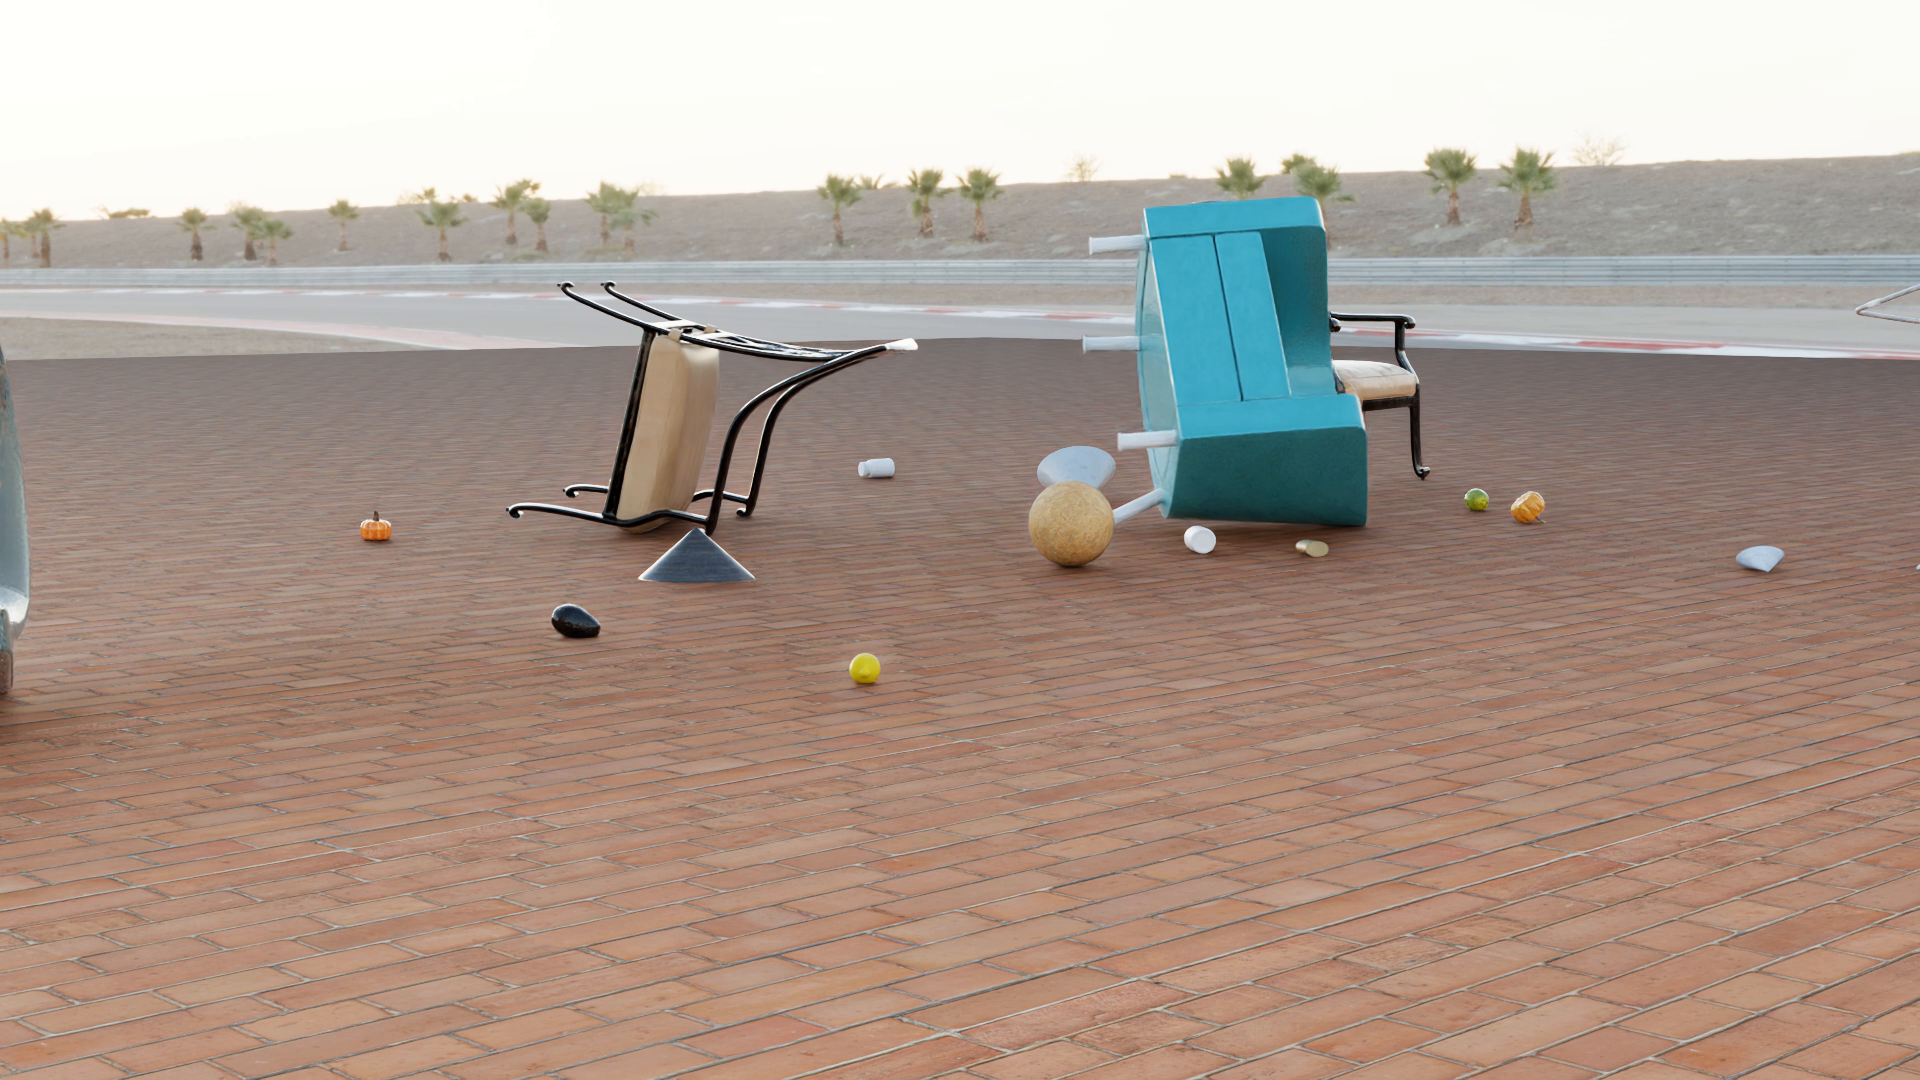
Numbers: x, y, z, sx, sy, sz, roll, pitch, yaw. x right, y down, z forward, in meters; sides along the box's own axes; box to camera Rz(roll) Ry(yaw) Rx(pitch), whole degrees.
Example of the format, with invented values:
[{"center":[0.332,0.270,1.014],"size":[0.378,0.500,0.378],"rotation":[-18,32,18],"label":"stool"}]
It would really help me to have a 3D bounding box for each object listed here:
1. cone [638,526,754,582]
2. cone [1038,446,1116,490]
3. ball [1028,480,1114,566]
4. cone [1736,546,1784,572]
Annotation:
[{"center":[-0.575,0.027,5.595],"size":[0.258,0.114,0.164],"rotation":[0,6,3],"label":"cone"},{"center":[0.359,-0.160,7.601],"size":[0.238,0.158,0.234],"rotation":[-6,25,-3],"label":"cone"},{"center":[0.253,-0.037,5.821],"size":[0.196,0.196,0.196],"rotation":[0,6,0],"label":"ball"},{"center":[1.801,0.055,5.747],"size":[0.107,0.058,0.065],"rotation":[-4,30,3],"label":"cone"}]
